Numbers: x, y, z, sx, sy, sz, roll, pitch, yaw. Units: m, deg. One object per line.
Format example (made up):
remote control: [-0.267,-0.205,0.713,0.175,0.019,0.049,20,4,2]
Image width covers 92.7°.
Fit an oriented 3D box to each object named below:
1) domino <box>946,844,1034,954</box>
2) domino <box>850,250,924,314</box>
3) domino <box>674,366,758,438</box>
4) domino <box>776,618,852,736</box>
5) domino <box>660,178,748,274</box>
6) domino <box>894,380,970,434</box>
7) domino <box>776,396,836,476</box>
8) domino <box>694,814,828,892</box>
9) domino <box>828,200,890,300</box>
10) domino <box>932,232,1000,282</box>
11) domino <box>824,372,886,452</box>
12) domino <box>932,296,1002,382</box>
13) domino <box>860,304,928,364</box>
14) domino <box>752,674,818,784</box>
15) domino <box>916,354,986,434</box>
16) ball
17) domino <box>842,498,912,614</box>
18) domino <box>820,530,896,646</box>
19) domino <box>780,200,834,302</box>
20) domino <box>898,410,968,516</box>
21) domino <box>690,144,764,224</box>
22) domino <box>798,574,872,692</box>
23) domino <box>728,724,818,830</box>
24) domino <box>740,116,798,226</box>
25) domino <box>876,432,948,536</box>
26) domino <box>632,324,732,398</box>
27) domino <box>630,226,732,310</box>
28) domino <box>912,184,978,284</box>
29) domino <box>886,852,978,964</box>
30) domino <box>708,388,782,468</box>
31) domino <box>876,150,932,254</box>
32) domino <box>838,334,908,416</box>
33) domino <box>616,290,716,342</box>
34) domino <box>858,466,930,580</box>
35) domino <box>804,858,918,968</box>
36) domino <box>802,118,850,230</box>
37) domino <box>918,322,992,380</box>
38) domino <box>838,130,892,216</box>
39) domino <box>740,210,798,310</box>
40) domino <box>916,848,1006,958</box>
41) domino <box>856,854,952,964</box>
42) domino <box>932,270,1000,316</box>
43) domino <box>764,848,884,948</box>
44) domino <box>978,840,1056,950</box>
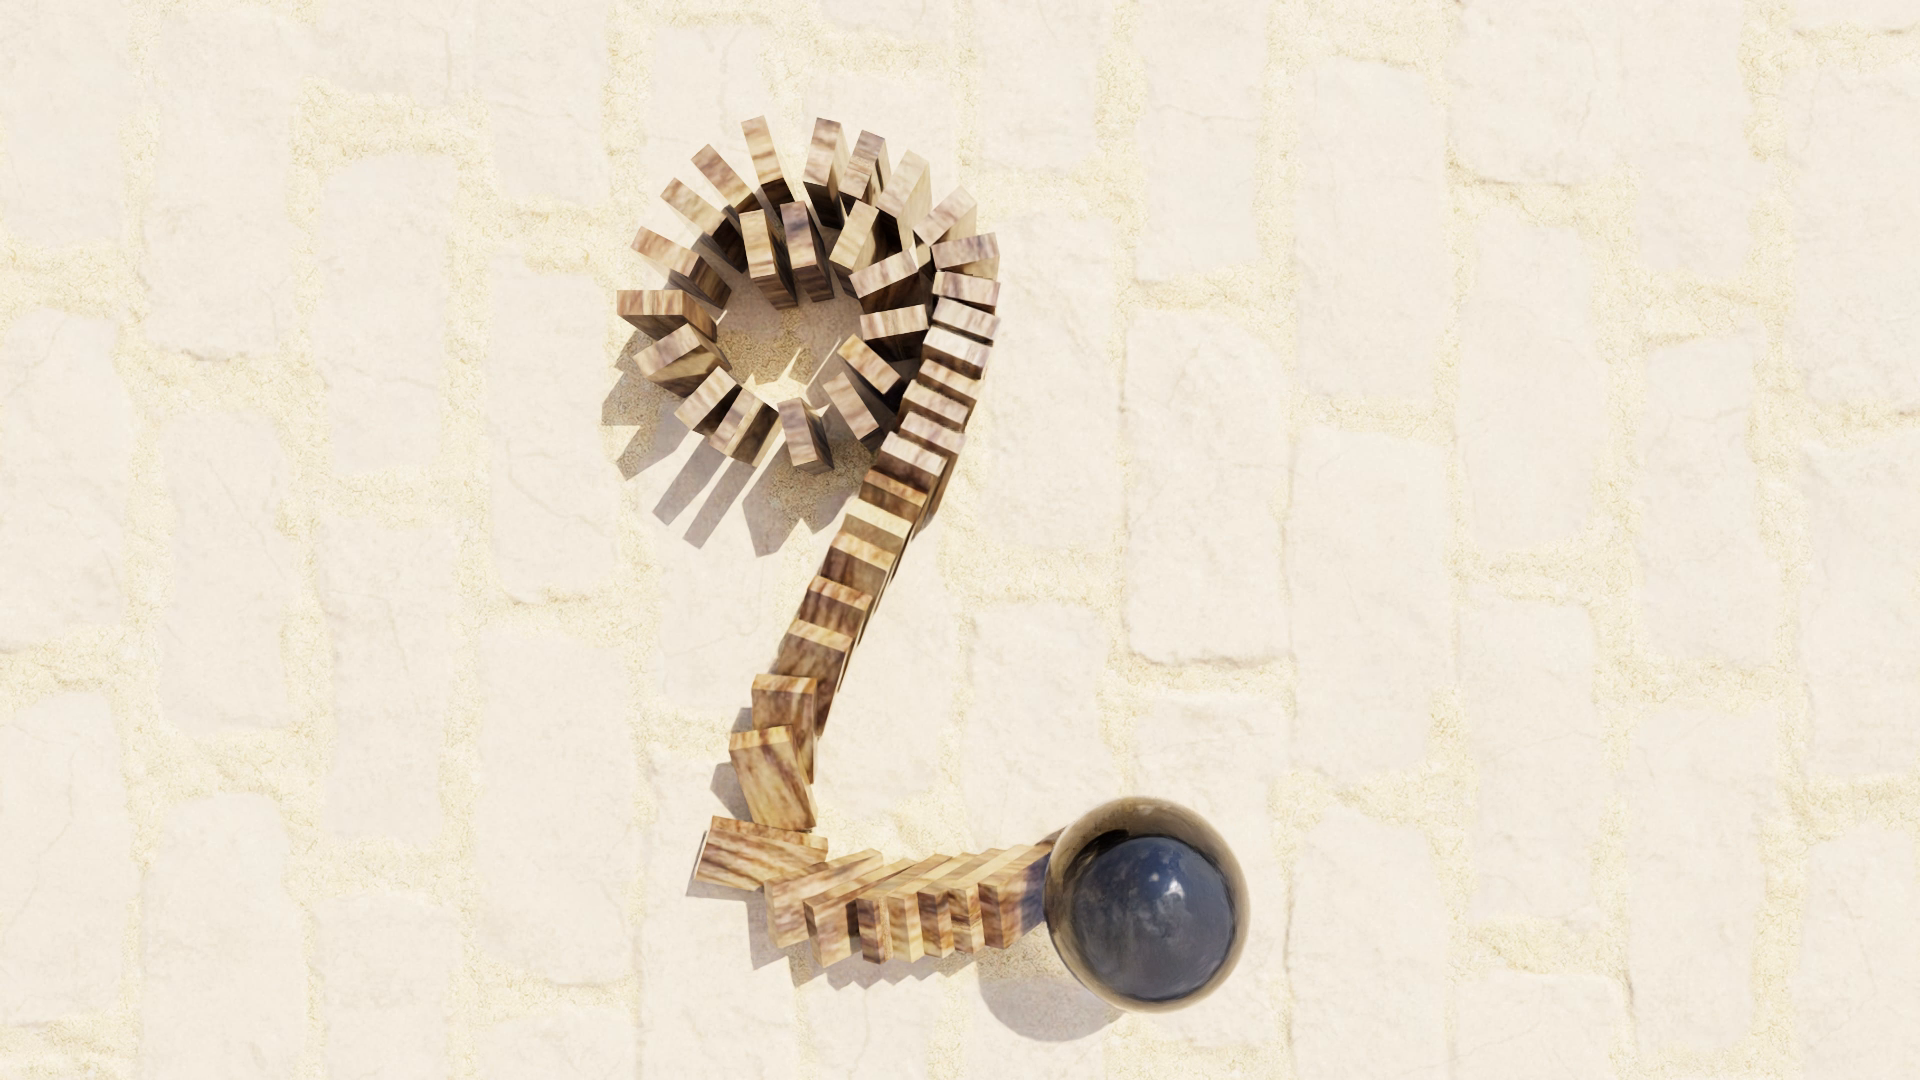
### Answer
domino: [0.015,0.147,0.377,0.010,0.050,0.025,-7,90,38]
domino: [-0.029,-0.102,0.375,0.025,0.050,0.009,-24,90,0]
domino: [-0.097,-0.054,0.375,0.010,0.050,0.025,44,90,0]
domino: [-0.063,0.058,0.382,0.025,0.009,0.050,19,123,0]
domino: [-0.102,-0.127,0.375,0.025,0.050,0.009,38,90,0]
domino: [-0.014,-0.042,0.376,0.025,0.050,0.009,25,60,0]
domino: [-0.062,-0.042,0.375,0.009,0.050,0.025,-15,90,0]
domino: [-0.083,0.135,0.387,0.050,0.009,0.025,16,100,-14]
domino: [-0.040,-0.117,0.375,0.009,0.050,0.025,25,90,0]
domino: [0.002,-0.110,0.375,0.025,0.050,0.010,-12,90,0]
domino: [-0.042,-0.051,0.375,0.009,0.050,0.025,-33,90,0]
domino: [0.001,-0.080,0.375,0.025,0.050,0.010,19,78,0]
domino: [-0.025,-0.083,0.375,0.025,0.050,0.009,-10,90,0]
domino: [-0.073,0.080,0.383,0.025,0.009,0.050,5,120,0]
domino: [-0.009,-0.052,0.376,0.025,0.050,0.009,26,60,-1]
ball: [0.072,0.141,0.360,0.080,0.080,0.080,0,90,0]
domino: [-0.039,0.007,0.379,0.025,0.009,0.050,25,135,0]
domino: [-0.046,0.021,0.379,0.025,0.010,0.050,25,133,0]
domino: [-0.062,-0.117,0.375,0.009,0.050,0.025,-11,90,0]
domino: [-0.015,-0.031,0.376,0.025,0.050,0.009,25,60,0]
domino: [-0.091,-0.139,0.375,0.009,0.050,0.025,-42,90,0]
domino: [-0.055,0.040,0.382,0.025,0.009,0.050,21,126,0]
domino: [-0.077,0.101,0.383,0.025,0.010,0.050,-9,121,0]
domino: [-0.076,-0.149,0.375,0.009,0.050,0.025,-18,90,0]
domino: [-0.023,-0.022,0.376,0.025,0.050,0.009,25,60,0]
domino: [-0.112,-0.072,0.375,0.025,0.050,0.009,-31,90,0]
domino: [-0.113,-0.110,0.375,0.025,0.050,0.010,26,90,0]
domino: [-0.006,-0.124,0.375,0.025,0.050,0.009,-43,90,0]
domino: [-0.009,0.150,0.377,0.009,0.050,0.025,-7,90,38]
domino: [-0.086,-0.045,0.375,0.010,0.050,0.025,32,90,0]
domino: [-0.022,-0.136,0.375,0.009,0.050,0.025,30,90,0]
domino: [-0.032,-0.065,0.374,0.025,0.050,0.010,43,90,7]
domino: [-0.119,-0.091,0.375,0.025,0.050,0.009,0,90,0]
domino: [-0.032,-0.006,0.378,0.025,0.050,0.009,25,48,0]
domino: [-0.039,0.154,0.381,0.050,0.010,0.025,-11,94,-34]
domino: [-0.053,-0.148,0.375,0.010,0.050,0.025,13,90,0]
domino: [-0.004,-0.067,0.375,0.025,0.050,0.009,23,71,0]
domino: [-0.038,-0.144,0.375,0.009,0.050,0.025,21,90,0]
domino: [-0.078,-0.113,0.375,0.010,0.050,0.025,-11,90,0]
domino: [0.003,0.148,0.377,0.010,0.050,0.025,-7,90,38]
domino: [-0.021,0.151,0.377,0.010,0.050,0.025,-7,90,38]
domino: [0.002,-0.093,0.375,0.025,0.050,0.009,11,83,0]
domino: [-0.055,0.149,0.382,0.050,0.009,0.025,-5,90,-34]
domino: [0.027,0.145,0.377,0.010,0.050,0.025,-7,90,38]
